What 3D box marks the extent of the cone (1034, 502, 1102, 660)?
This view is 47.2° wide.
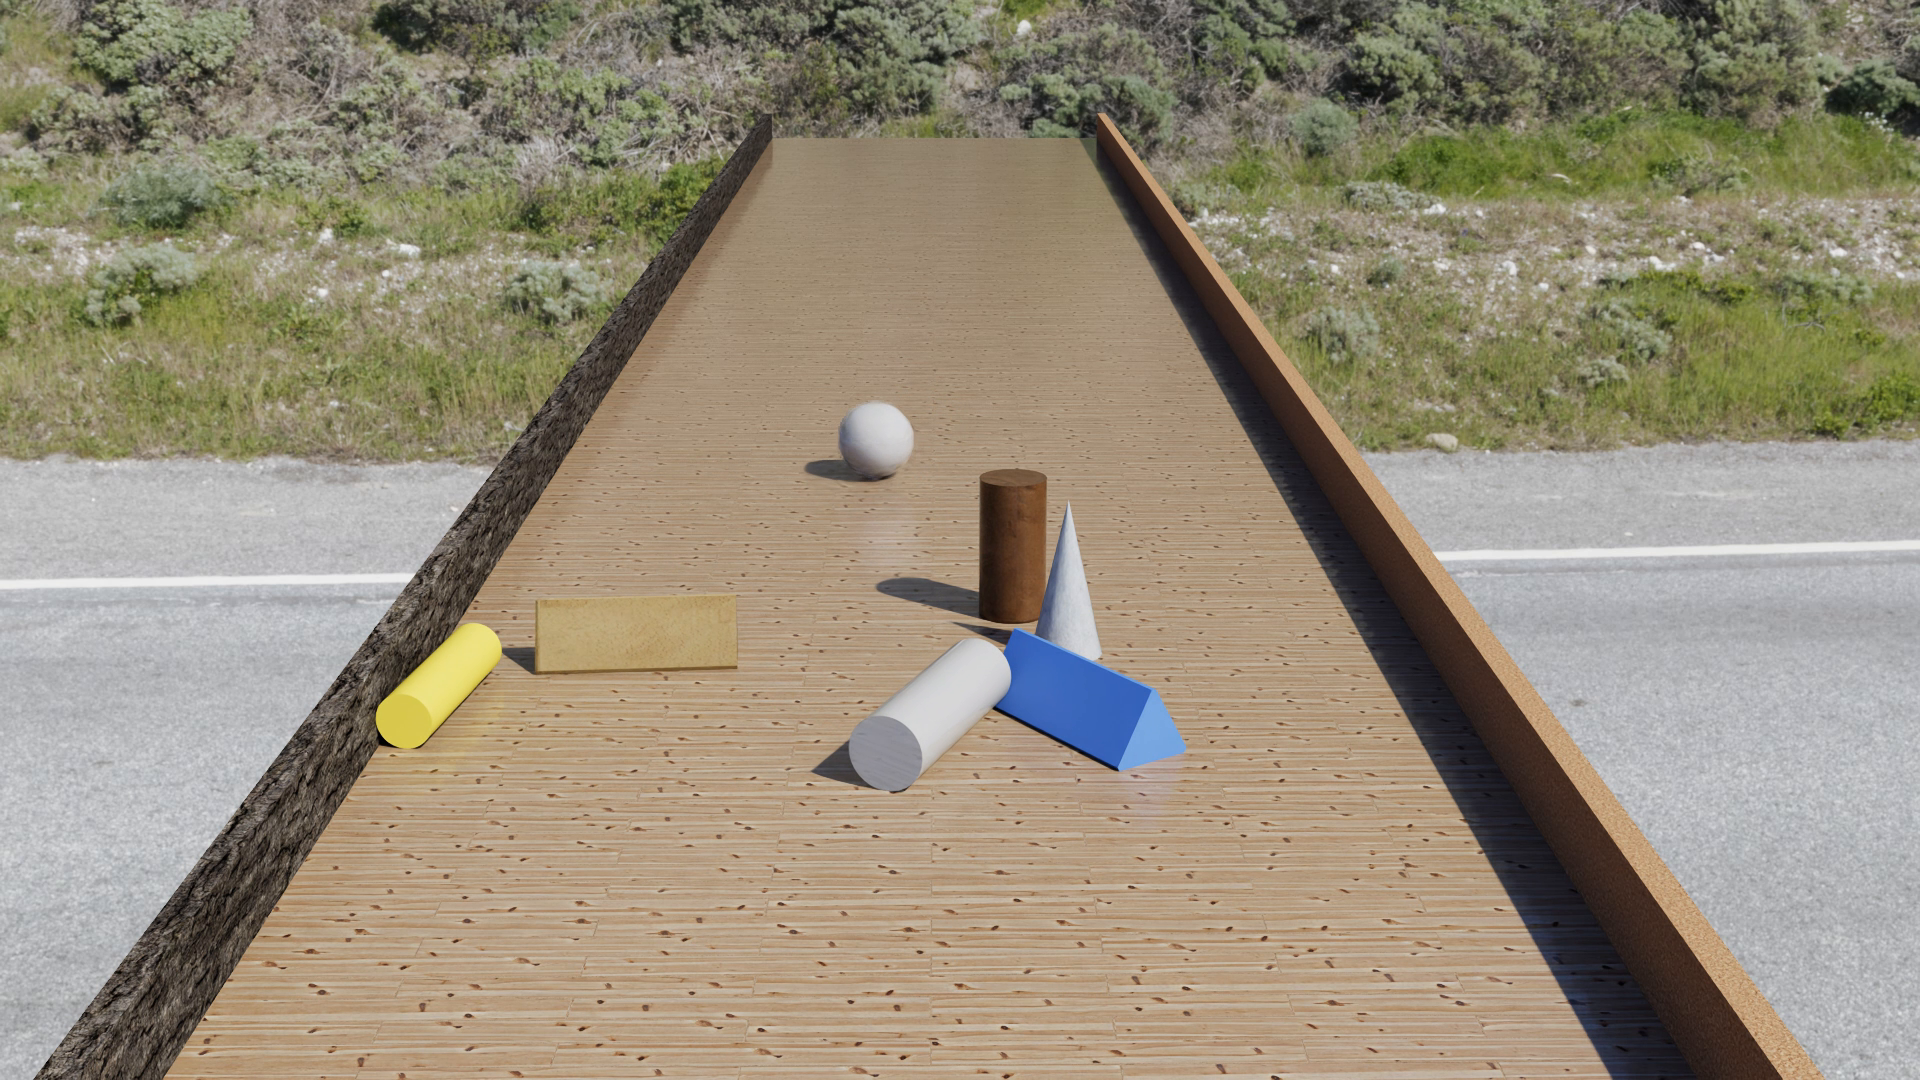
[{"bbox_3d":[0.216,0.073,4.417,0.145,0.321,0.145,0,17,0],"label":"cone"}]

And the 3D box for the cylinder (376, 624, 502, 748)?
[{"bbox_3d":[-0.976,0.269,4.137,0.105,0.105,0.398,2,17,6],"label":"cylinder"}]

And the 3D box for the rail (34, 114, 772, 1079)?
[{"bbox_3d":[-1.118,-0.838,7.780,0.050,0.150,12.000,0,17,-1],"label":"rail"}]

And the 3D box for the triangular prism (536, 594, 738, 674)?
[{"bbox_3d":[-0.645,0.175,4.399,0.396,0.130,0.150,-1,16,-5],"label":"triangular prism"}]

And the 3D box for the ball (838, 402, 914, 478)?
[{"bbox_3d":[-0.219,-0.262,5.763,0.198,0.198,0.198,0,17,0],"label":"ball"}]

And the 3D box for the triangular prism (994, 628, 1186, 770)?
[{"bbox_3d":[0.224,0.278,4.042,0.155,0.134,0.409,-12,20,-33],"label":"triangular prism"}]

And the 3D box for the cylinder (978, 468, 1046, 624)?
[{"bbox_3d":[0.112,0.013,4.656,0.143,0.300,0.143,0,17,0],"label":"cylinder"}]

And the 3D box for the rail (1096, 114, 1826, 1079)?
[{"bbox_3d":[0.932,-0.844,7.801,0.050,0.150,12.000,0,17,-1],"label":"rail"}]

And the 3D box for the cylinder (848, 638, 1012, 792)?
[{"bbox_3d":[-0.048,0.308,3.950,0.138,0.138,0.432,6,18,21],"label":"cylinder"}]
